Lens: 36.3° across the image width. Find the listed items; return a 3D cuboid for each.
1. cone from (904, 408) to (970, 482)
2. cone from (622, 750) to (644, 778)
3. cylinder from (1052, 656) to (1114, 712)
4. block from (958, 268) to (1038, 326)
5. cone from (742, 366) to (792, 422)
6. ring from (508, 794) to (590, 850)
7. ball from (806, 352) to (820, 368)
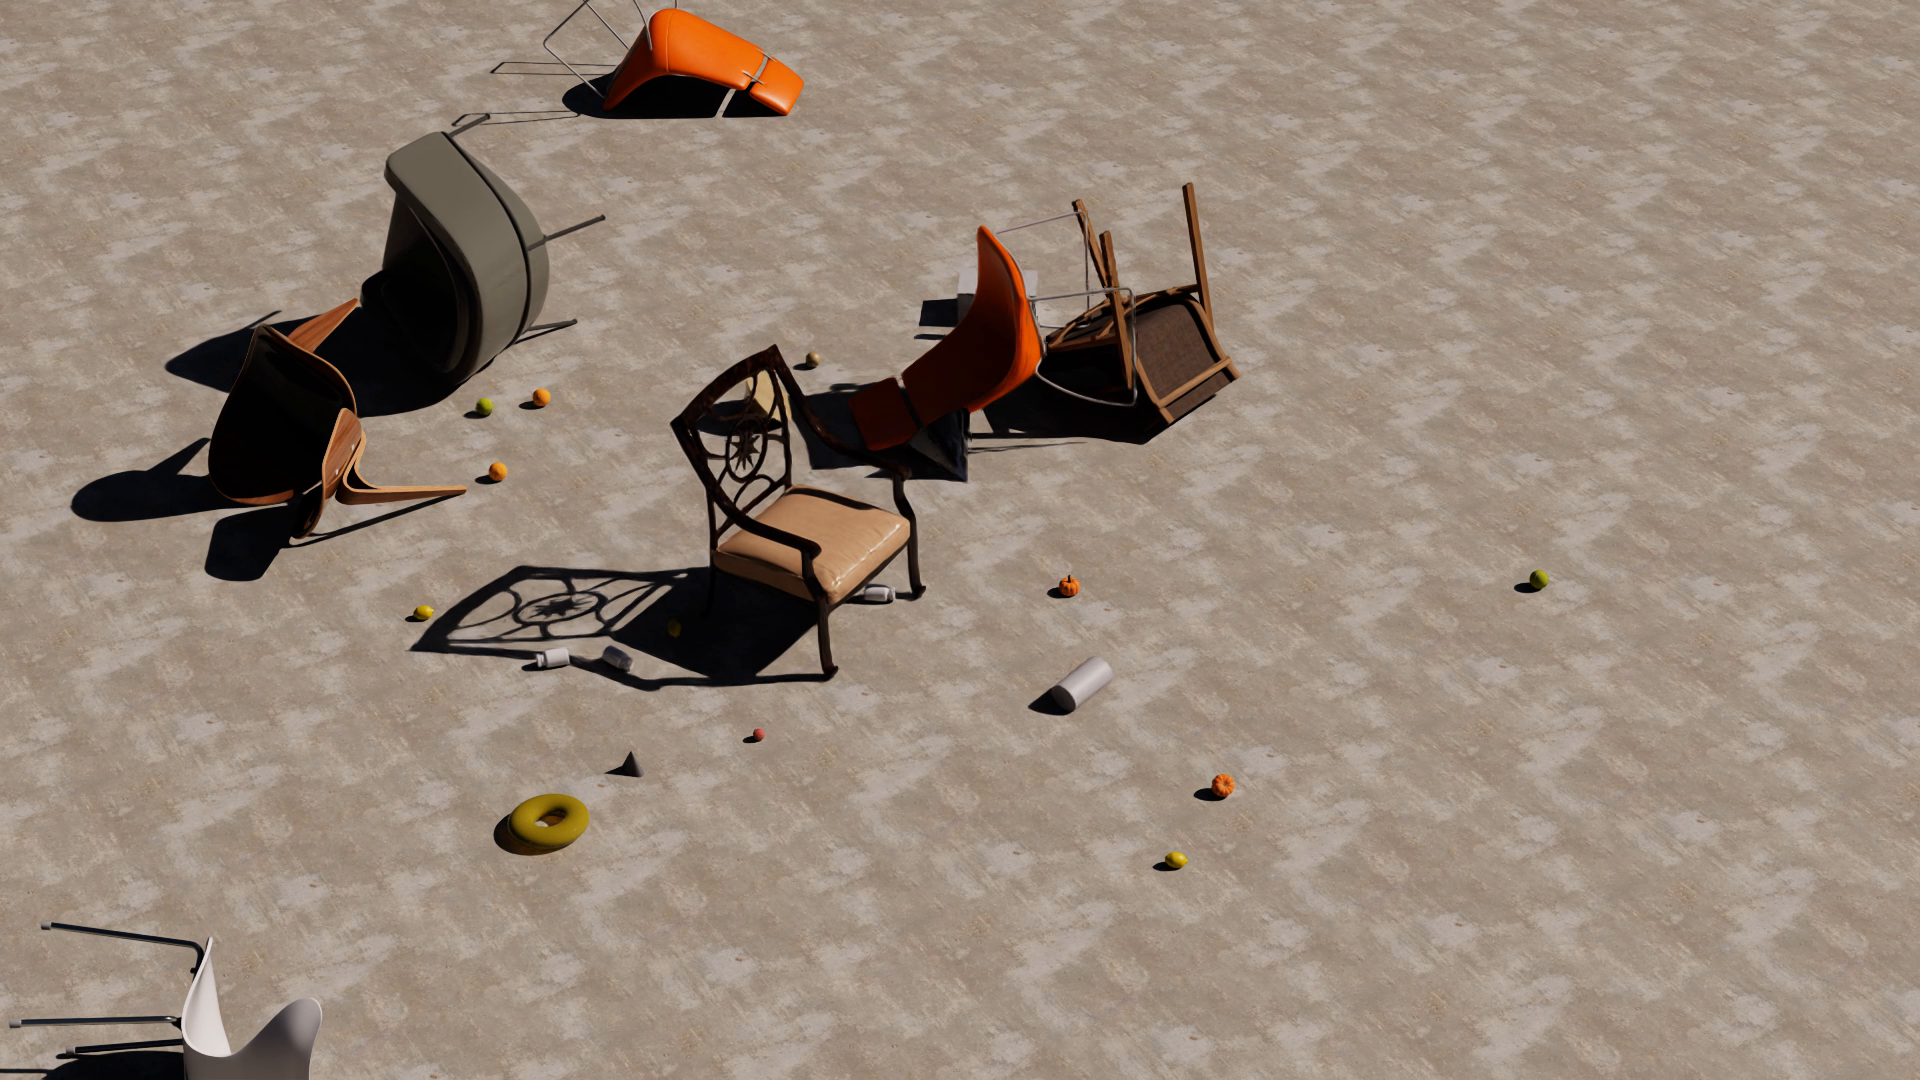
[{"bbox_3d":[-0.032,-0.322,11.317,0.234,0.312,0.267,58,26,15],"label":"cone"},{"bbox_3d":[-1.092,0.734,9.752,0.094,0.087,0.052,23,40,31],"label":"cone"},{"bbox_3d":[0.422,0.494,10.111,0.109,0.085,0.219,45,48,11],"label":"cylinder"},{"bbox_3d":[0.158,-1.025,12.370,0.326,0.144,0.223,2,33,3],"label":"block"},{"bbox_3d":[-0.812,-0.539,11.672,0.150,0.263,0.289,-36,17,22],"label":"cone"},{"bbox_3d":[-1.334,0.912,9.504,0.272,0.063,0.257,-27,41,-35],"label":"ring"},{"bbox_3d":[-0.602,-0.740,12.008,0.064,0.064,0.064,0,33,0],"label":"ball"}]
